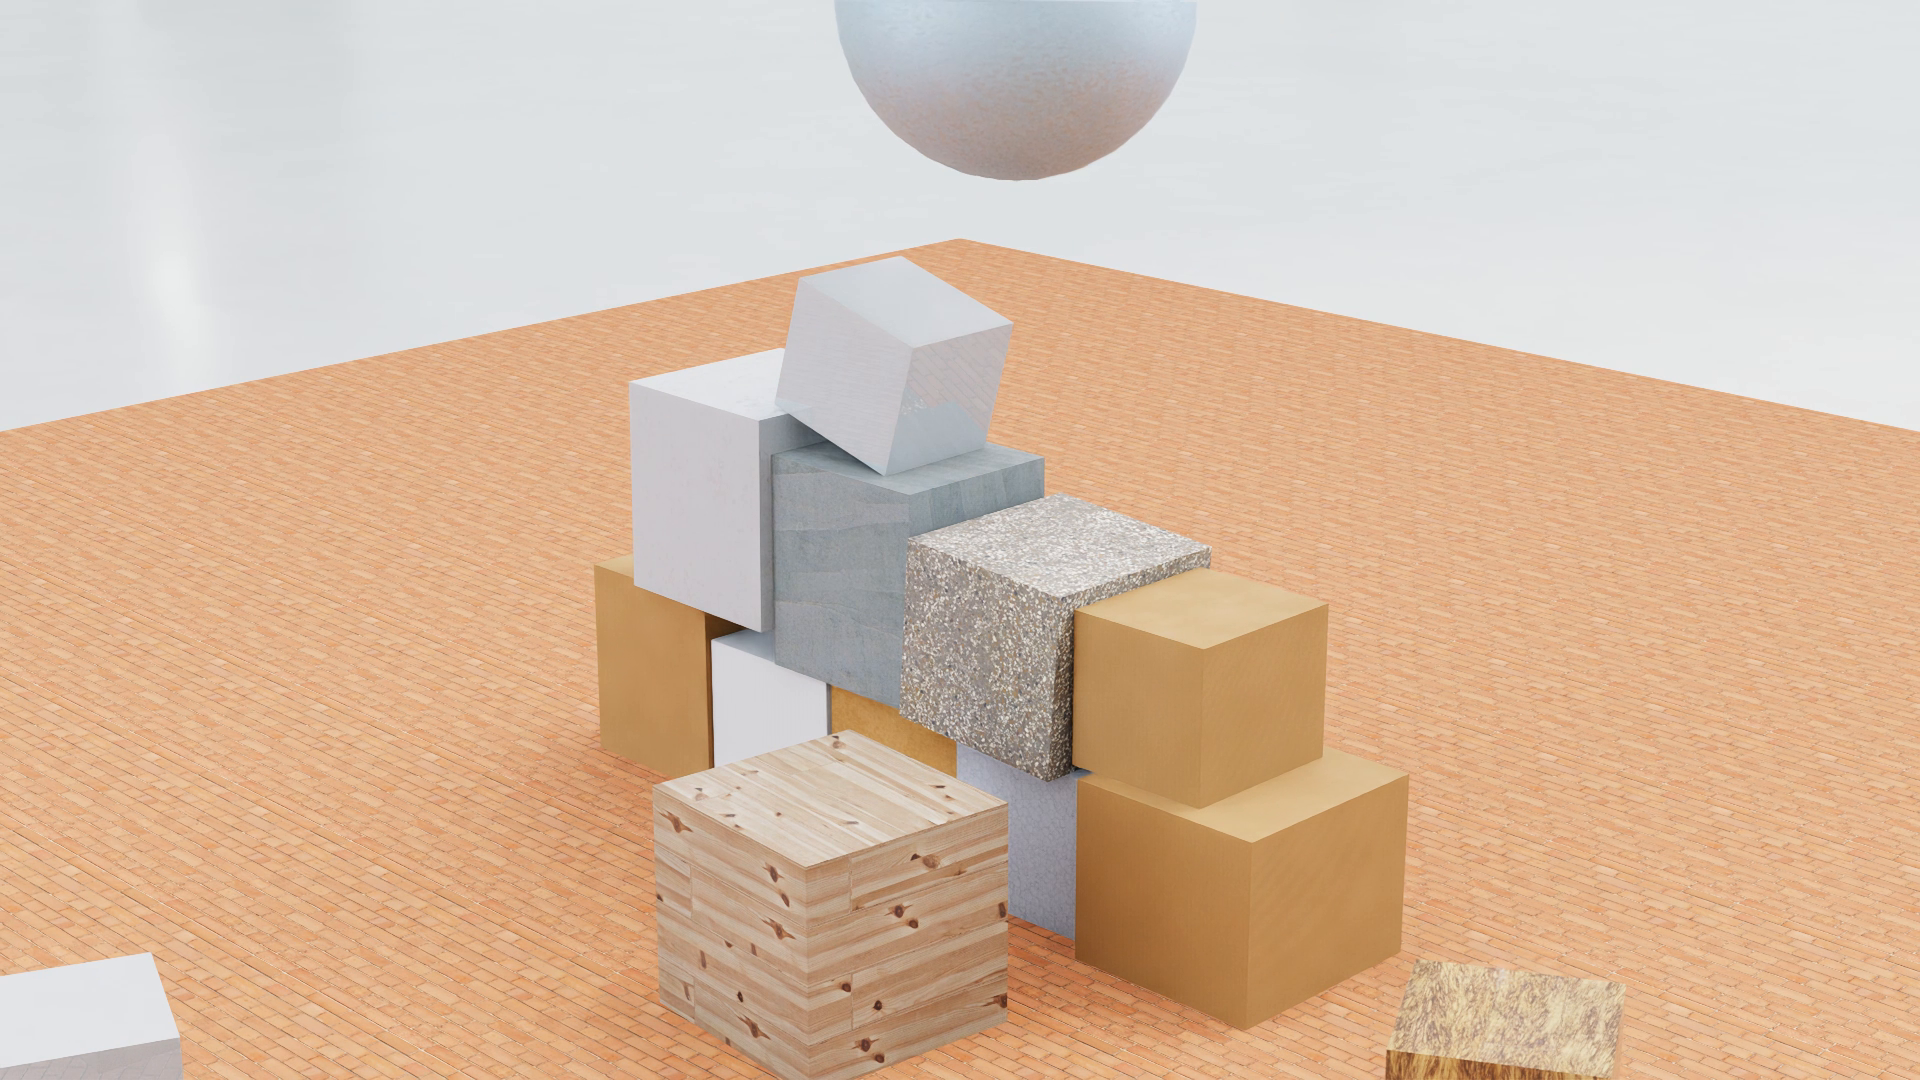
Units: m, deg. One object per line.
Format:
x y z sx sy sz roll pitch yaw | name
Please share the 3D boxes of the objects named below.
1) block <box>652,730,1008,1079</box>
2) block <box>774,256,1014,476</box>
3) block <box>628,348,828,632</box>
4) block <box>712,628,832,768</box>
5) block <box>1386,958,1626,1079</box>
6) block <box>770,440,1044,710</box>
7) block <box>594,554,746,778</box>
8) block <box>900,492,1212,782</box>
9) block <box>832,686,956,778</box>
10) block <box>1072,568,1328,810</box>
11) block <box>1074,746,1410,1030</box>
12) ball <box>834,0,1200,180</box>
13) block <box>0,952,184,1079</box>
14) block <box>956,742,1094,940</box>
-0.529 1.489 11.985 1.008 0.972 1.053 -14 22 -37 | block
-0.307 -0.807 13.428 0.744 0.648 0.659 33 34 33 | block
-0.914 -0.264 14.191 0.966 1.029 0.941 -17 25 -42 | block
-0.640 0.864 14.276 0.772 0.791 0.820 -17 24 -42 | block
1.961 2.052 10.580 0.768 0.740 0.757 5 18 15 | block
-0.241 0.102 13.627 0.865 1.024 0.918 -17 24 -42 | block
-1.226 0.589 14.831 0.866 0.983 0.855 -17 24 -42 | block
0.419 0.407 13.009 0.903 0.845 0.994 21 27 40 | block
-0.029 1.031 13.722 0.771 0.805 0.842 -17 24 -42 | block
1.020 0.613 12.462 0.709 0.698 0.820 16 24 42 | block
1.200 1.395 12.520 1.044 0.830 0.952 -17 24 -42 | block
0.246 -2.380 12.851 1.600 1.600 1.600 0 17 0 | ball
-3.210 2.037 10.644 0.691 0.732 0.747 -7 19 -21 | block
0.553 1.241 13.134 0.839 0.758 0.764 17 24 42 | block
